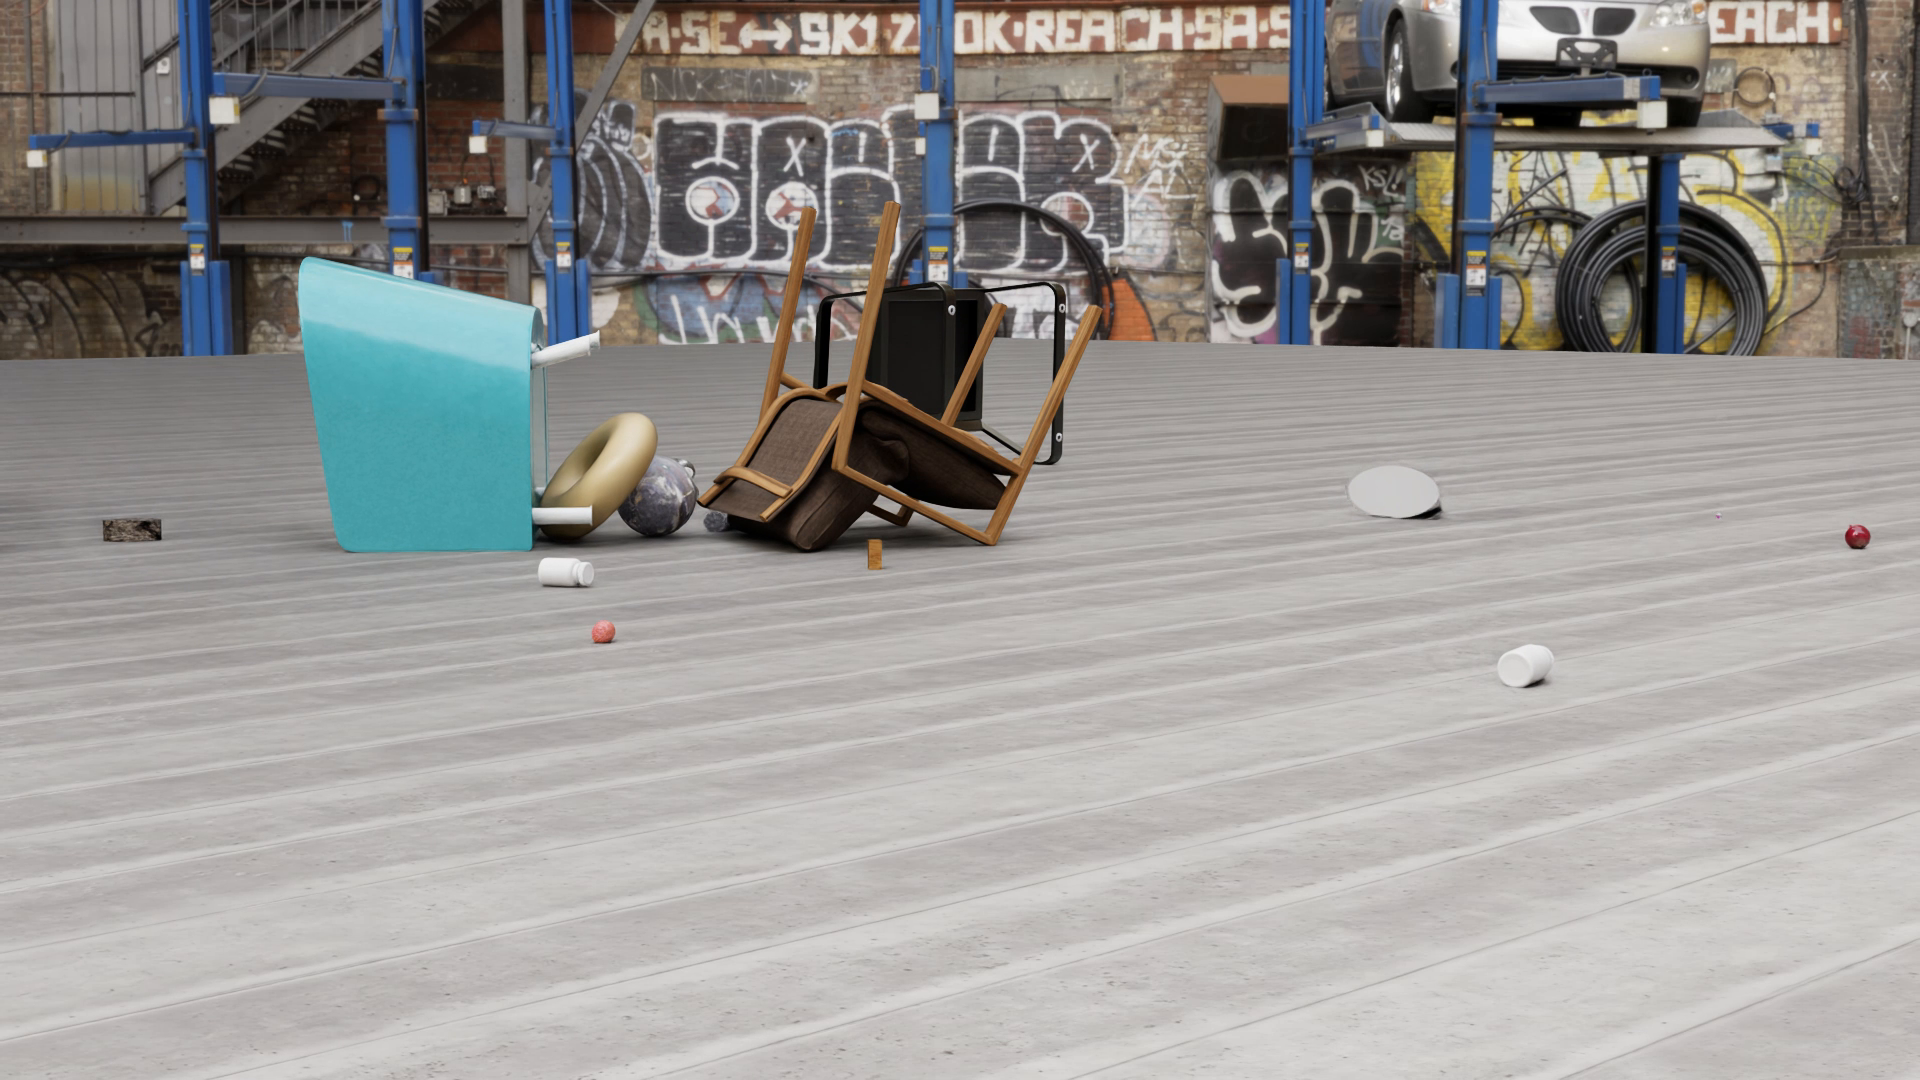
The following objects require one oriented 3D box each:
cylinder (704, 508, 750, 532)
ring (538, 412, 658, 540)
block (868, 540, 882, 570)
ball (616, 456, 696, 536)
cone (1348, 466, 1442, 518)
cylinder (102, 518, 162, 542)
[{"bbox_3d":[-0.603,-0.051,6.645,0.071,0.053,0.103,-1,4,35],"label":"cylinder"},{"bbox_3d":[-0.906,-0.158,6.402,0.115,0.361,0.451,38,-36,-20],"label":"ring"},{"bbox_3d":[-0.192,0.033,5.784,0.029,0.064,0.045,-1,6,-5],"label":"block"},{"bbox_3d":[-0.770,-0.112,6.494,0.205,0.205,0.205,0,6,0],"label":"ball"},{"bbox_3d":[1.275,-0.111,7.142,0.268,0.143,0.346,5,-4,33],"label":"cone"},{"bbox_3d":[-2.065,-0.025,6.402,0.139,0.052,0.076,-1,6,-13],"label":"cylinder"}]
